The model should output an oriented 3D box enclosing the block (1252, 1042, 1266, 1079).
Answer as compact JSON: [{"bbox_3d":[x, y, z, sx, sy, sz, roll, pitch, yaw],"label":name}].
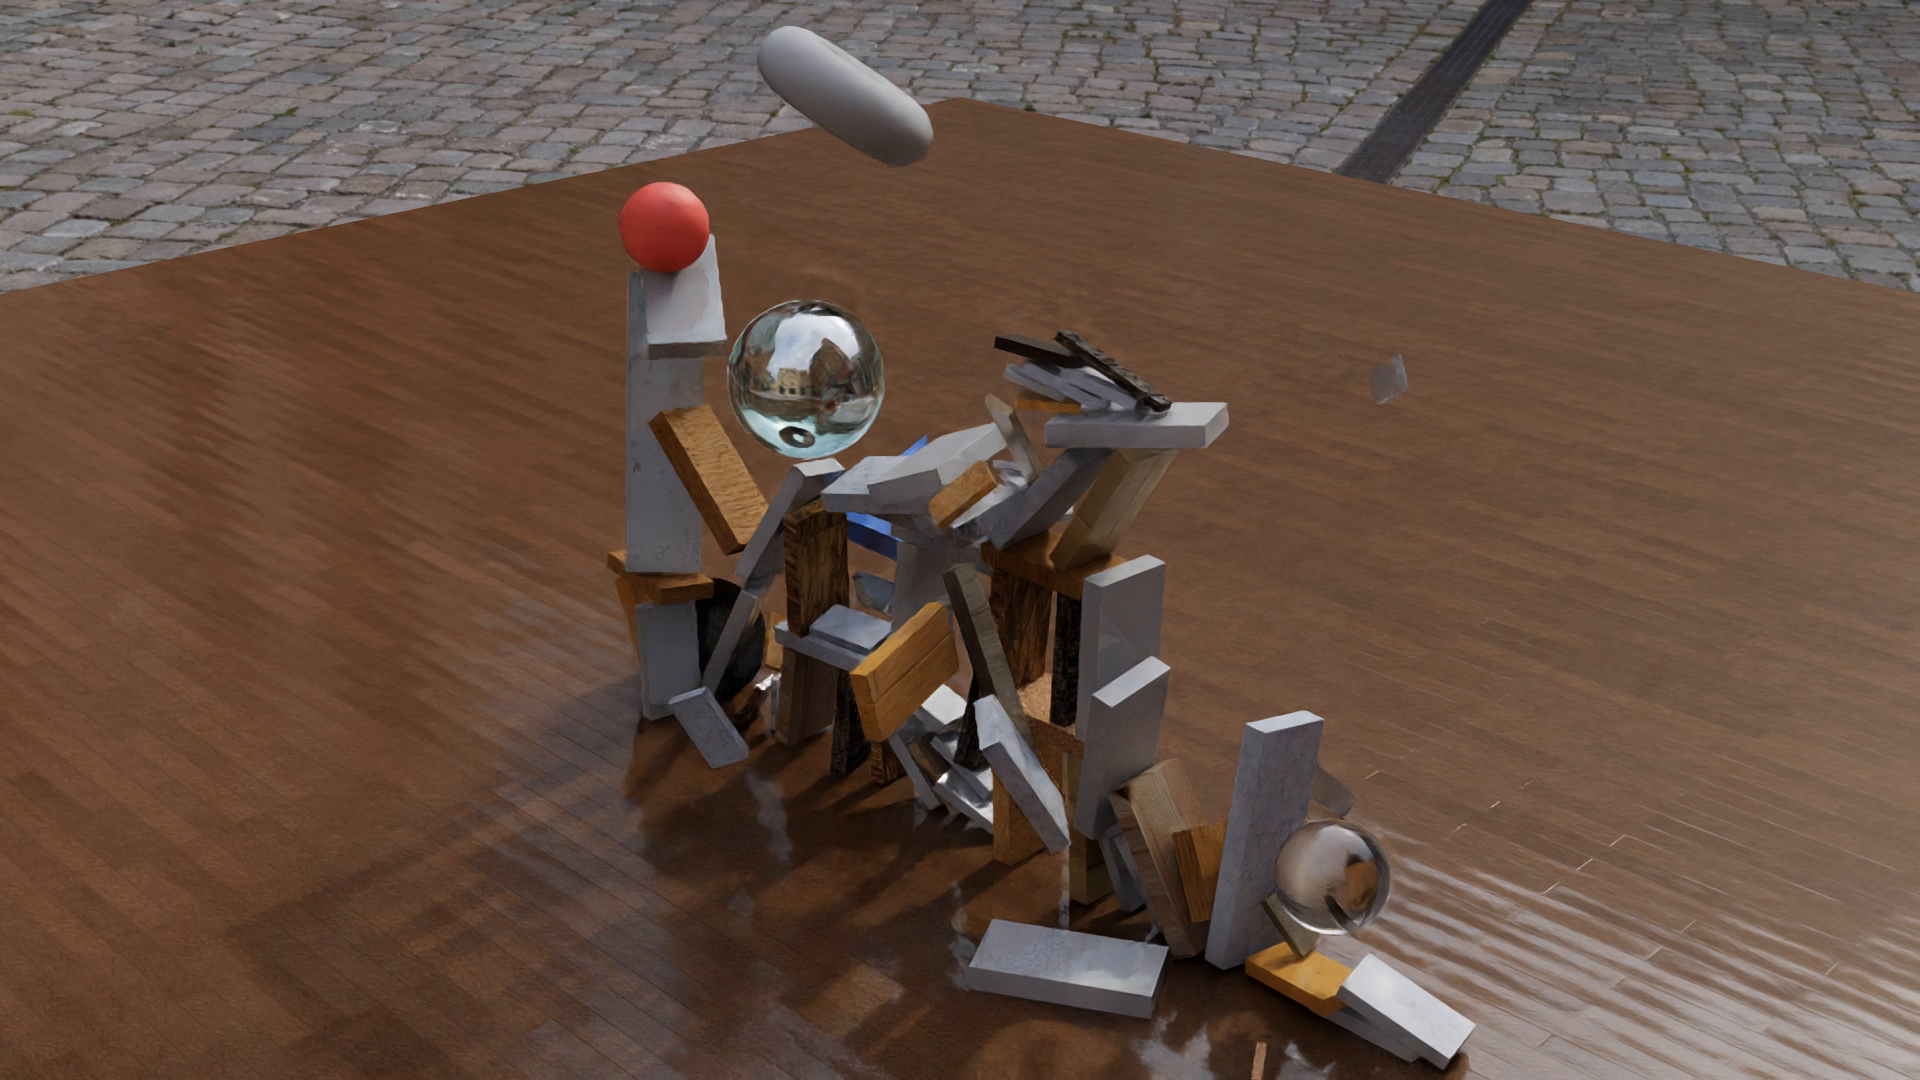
[{"bbox_3d":[0.487,0.883,3.604,0.017,0.059,0.118,6,24,11],"label":"block"}]

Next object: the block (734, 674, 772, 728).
[{"bbox_3d":[-0.444,0.352,4.784,0.018,0.124,0.062,39,33,9],"label":"block"}]

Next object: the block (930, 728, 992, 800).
[{"bbox_3d":[0.024,0.453,4.447,0.167,0.024,0.084,44,28,24],"label":"block"}]

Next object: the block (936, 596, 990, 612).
[{"bbox_3d":[0.023,0.129,4.182,0.070,0.020,0.139,0,-11,33],"label":"block"}]

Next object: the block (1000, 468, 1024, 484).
[{"bbox_3d":[0.134,-0.111,4.259,0.106,0.015,0.053,9,26,-25],"label":"block"}]

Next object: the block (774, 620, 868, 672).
[{"bbox_3d":[-0.241,0.204,4.528,0.267,0.038,0.134,18,35,38],"label":"block"}]

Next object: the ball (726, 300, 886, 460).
[{"bbox_3d":[-0.287,-0.301,4.121,0.299,0.299,0.299,0,23,0],"label":"ball"}]

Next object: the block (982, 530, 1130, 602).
[{"bbox_3d":[0.181,0.042,4.037,0.266,0.038,0.133,22,31,40],"label":"block"}]

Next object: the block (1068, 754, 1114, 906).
[{"bbox_3d":[0.273,0.520,4.144,0.152,0.304,0.043,-21,28,-40],"label":"block"}]

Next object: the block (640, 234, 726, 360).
[{"bbox_3d":[-0.591,-0.520,4.672,0.162,0.046,0.324,-4,52,-10],"label":"block"}]

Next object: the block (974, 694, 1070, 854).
[{"bbox_3d":[0.099,0.373,3.511,0.035,0.247,0.123,-26,31,11],"label":"block"}]

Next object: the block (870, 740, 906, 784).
[{"bbox_3d":[-0.141,0.389,4.562,0.030,0.211,0.105,11,20,36],"label":"block"}]

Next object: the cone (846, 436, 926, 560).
[{"bbox_3d":[-0.122,-0.109,4.636,0.254,0.254,0.254,23,-10,4],"label":"cone"}]

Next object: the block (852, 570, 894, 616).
[{"bbox_3d":[-0.140,0.123,4.565,0.173,0.024,0.086,21,29,-33],"label":"block"}]

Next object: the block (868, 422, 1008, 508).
[{"bbox_3d":[-0.033,-0.144,4.062,0.151,0.043,0.301,-12,14,31],"label":"block"}]

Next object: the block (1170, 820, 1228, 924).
[{"bbox_3d":[0.524,0.594,4.053,0.046,0.163,0.327,-21,-12,41],"label":"block"}]

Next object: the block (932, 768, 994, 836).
[{"bbox_3d":[0.034,0.523,4.402,0.167,0.024,0.084,36,33,11],"label":"block"}]

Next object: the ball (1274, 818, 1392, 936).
[{"bbox_3d":[0.637,0.576,3.767,0.199,0.199,0.199,0,23,0],"label":"ball"}]

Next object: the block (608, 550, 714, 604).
[{"bbox_3d":[-0.661,0.076,4.848,0.129,0.037,0.258,-7,22,-34],"label":"block"}]

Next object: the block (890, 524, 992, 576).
[{"bbox_3d":[0.045,0.001,4.316,0.325,0.046,0.162,23,28,22],"label":"block"}]

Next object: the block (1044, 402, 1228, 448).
[{"bbox_3d":[0.308,-0.200,3.824,0.288,0.041,0.144,2,19,23],"label":"block"}]

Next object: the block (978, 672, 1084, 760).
[{"bbox_3d":[0.196,0.331,4.144,0.304,0.043,0.152,21,31,41],"label":"block"}]

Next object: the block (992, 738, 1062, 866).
[{"bbox_3d":[0.131,0.465,4.273,0.152,0.304,0.043,-21,29,-41],"label":"block"}]

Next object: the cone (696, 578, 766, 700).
[{"bbox_3d":[-0.541,0.232,5.055,0.278,0.278,0.278,5,-3,11],"label":"cone"}]

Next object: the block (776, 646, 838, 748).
[{"bbox_3d":[-0.321,0.308,4.677,0.134,0.267,0.038,-27,50,-37],"label":"block"}]

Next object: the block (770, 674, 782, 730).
[{"bbox_3d":[-0.383,0.347,4.782,0.018,0.124,0.062,24,33,38],"label":"block"}]

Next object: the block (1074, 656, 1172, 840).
[{"bbox_3d":[0.292,0.378,3.980,0.046,0.323,0.162,33,45,32],"label":"block"}]

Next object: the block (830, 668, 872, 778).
[{"bbox_3d":[-0.211,0.349,4.584,0.038,0.267,0.134,20,32,22],"label":"block"}]

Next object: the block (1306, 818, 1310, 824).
[{"bbox_3d":[0.579,0.541,4.002,0.058,0.117,0.017,37,15,-18],"label":"block"}]

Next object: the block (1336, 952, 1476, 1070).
[{"bbox_3d":[0.754,0.797,3.724,0.213,0.030,0.107,33,39,22],"label":"block"}]

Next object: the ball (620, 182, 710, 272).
[{"bbox_3d":[-0.621,-0.658,4.628,0.190,0.190,0.190,0,23,0],"label":"ball"}]

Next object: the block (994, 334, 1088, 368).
[{"bbox_3d":[0.145,-0.334,3.891,0.152,0.022,0.076,19,16,29],"label":"block"}]

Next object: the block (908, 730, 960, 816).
[{"bbox_3d":[-0.033,0.471,4.462,0.024,0.167,0.084,-35,-3,33],"label":"block"}]

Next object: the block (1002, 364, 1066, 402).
[{"bbox_3d":[0.134,-0.277,3.878,0.115,0.016,0.058,22,19,2],"label":"block"}]

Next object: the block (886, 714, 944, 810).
[{"bbox_3d":[-0.081,0.435,4.488,0.030,0.211,0.105,-28,5,32],"label":"block"}]

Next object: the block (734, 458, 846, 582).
[{"bbox_3d":[-0.347,-0.041,4.468,0.039,0.274,0.137,42,26,20],"label":"block"}]

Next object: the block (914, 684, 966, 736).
[{"bbox_3d":[-0.083,0.310,4.497,0.211,0.030,0.105,37,33,21],"label":"block"}]

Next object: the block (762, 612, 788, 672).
[{"bbox_3d":[-0.404,0.228,4.893,0.062,0.124,0.018,21,-29,-32],"label":"block"}]
